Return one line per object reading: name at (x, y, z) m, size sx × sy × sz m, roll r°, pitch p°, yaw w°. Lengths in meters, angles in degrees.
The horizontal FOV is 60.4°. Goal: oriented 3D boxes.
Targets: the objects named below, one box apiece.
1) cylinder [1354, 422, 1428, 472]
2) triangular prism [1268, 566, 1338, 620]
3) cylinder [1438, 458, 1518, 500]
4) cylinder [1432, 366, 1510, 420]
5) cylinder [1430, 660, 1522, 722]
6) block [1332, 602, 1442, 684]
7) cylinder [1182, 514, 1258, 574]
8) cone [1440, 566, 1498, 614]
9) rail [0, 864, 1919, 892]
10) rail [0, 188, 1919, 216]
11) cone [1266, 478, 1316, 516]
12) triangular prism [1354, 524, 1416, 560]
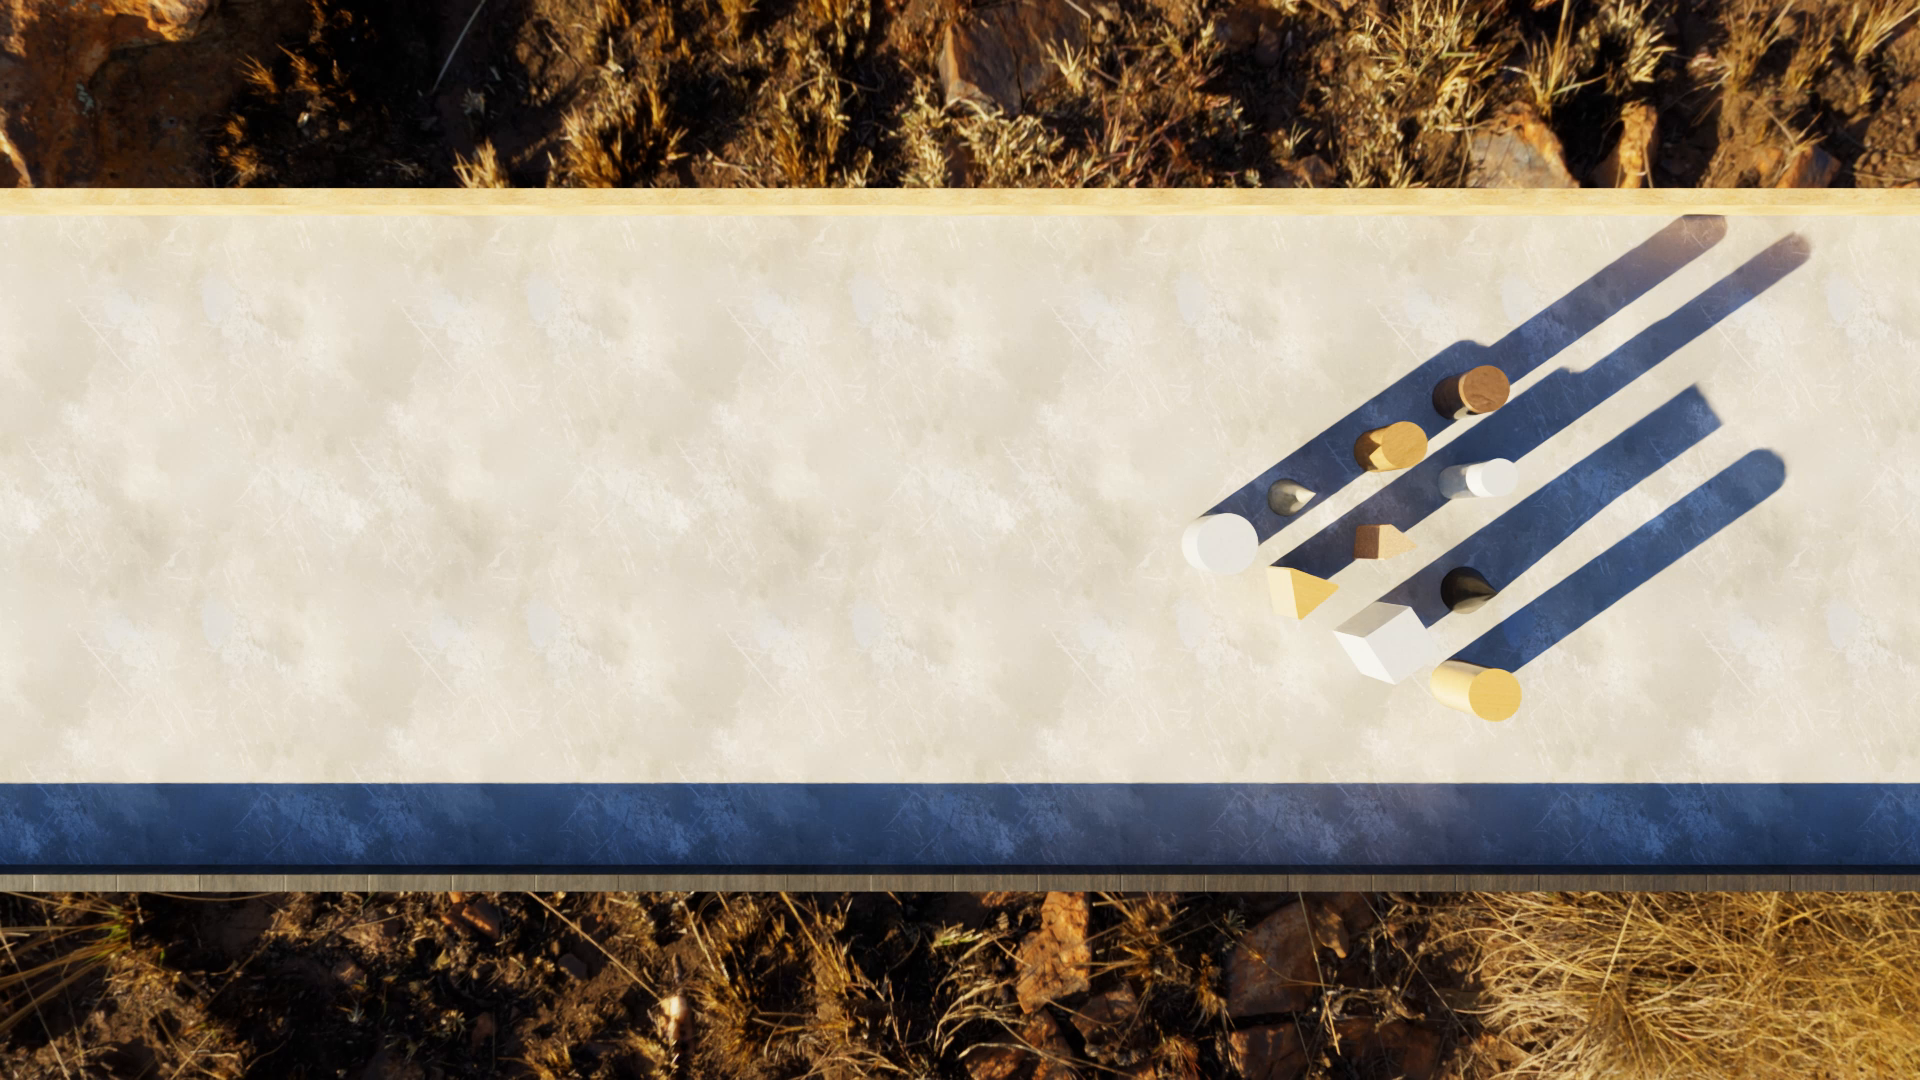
cylinder at (1.278, -0.274, 4.910) m, size 0.134 × 0.334 × 0.134 m, roll 0°, pitch 90°, yaw 0°
triangular prism at (0.986, 0.132, 4.894) m, size 0.148 × 0.365 × 0.128 m, roll -40°, pitch 90°, yaw 0°
cylinder at (1.524, -0.177, 4.866) m, size 0.107 × 0.422 × 0.107 m, roll 0°, pitch 90°, yaw 0°
cylinder at (1.521, -0.437, 4.920) m, size 0.136 × 0.314 × 0.136 m, roll 0°, pitch 90°, yaw 0°
cylinder at (1.522, 0.442, 4.884) m, size 0.152 × 0.384 × 0.152 m, roll 0°, pitch 90°, yaw 0°
block at (1.257, 0.300, 4.877) m, size 0.160 × 0.399 × 0.160 m, roll -34°, pitch 90°, yaw 0°
cylinder at (0.771, 0.012, 4.917) m, size 0.179 × 0.319 × 0.179 m, roll 0°, pitch 90°, yaw 0°
cone at (1.552, 0.155, 4.915) m, size 0.147 × 0.322 × 0.147 m, roll 0°, pitch 90°, yaw 0°
rail at (-2.247, 1.025, 5.001) m, size 12.000 × 0.150 × 0.050 m, roll 0°, pitch 90°, yaw 0°
rail at (-2.247, -1.025, 5.002) m, size 12.000 × 0.150 × 0.050 m, roll 0°, pitch 90°, yaw 0°
cone at (1.003, -0.131, 4.864) m, size 0.118 × 0.425 × 0.118 m, roll 0°, pitch 90°, yaw 0°
triangular prism at (1.241, -0.004, 4.889) m, size 0.101 × 0.374 × 0.088 m, roll -21°, pitch 90°, yaw 0°
